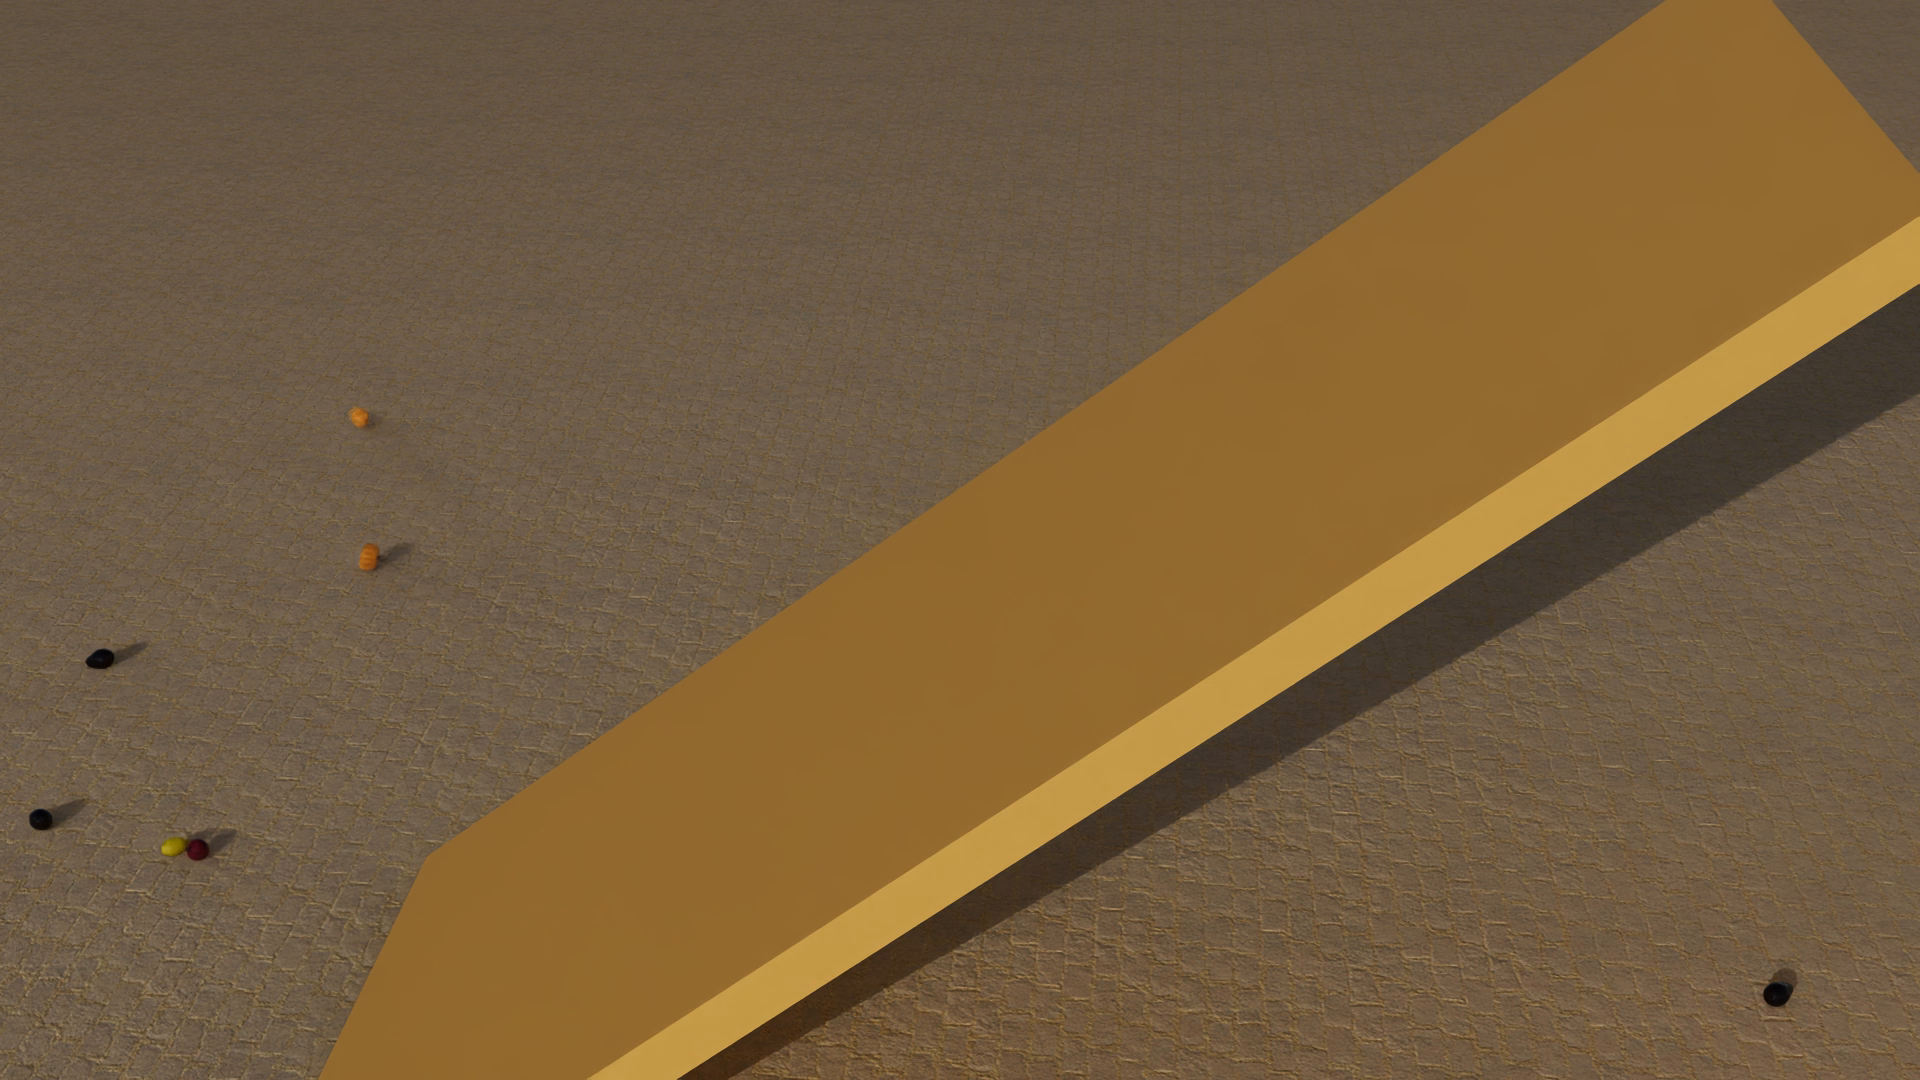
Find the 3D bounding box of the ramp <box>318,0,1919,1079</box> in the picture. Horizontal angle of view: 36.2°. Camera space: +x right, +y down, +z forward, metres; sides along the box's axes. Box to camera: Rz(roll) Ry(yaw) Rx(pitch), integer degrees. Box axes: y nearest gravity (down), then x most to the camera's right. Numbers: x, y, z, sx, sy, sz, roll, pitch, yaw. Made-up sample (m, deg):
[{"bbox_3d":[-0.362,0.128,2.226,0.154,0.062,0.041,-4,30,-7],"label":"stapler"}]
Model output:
[{"bbox_3d":[0.128,0.180,6.324,4.000,0.100,2.000,-34,16,17],"label":"ramp"}]
